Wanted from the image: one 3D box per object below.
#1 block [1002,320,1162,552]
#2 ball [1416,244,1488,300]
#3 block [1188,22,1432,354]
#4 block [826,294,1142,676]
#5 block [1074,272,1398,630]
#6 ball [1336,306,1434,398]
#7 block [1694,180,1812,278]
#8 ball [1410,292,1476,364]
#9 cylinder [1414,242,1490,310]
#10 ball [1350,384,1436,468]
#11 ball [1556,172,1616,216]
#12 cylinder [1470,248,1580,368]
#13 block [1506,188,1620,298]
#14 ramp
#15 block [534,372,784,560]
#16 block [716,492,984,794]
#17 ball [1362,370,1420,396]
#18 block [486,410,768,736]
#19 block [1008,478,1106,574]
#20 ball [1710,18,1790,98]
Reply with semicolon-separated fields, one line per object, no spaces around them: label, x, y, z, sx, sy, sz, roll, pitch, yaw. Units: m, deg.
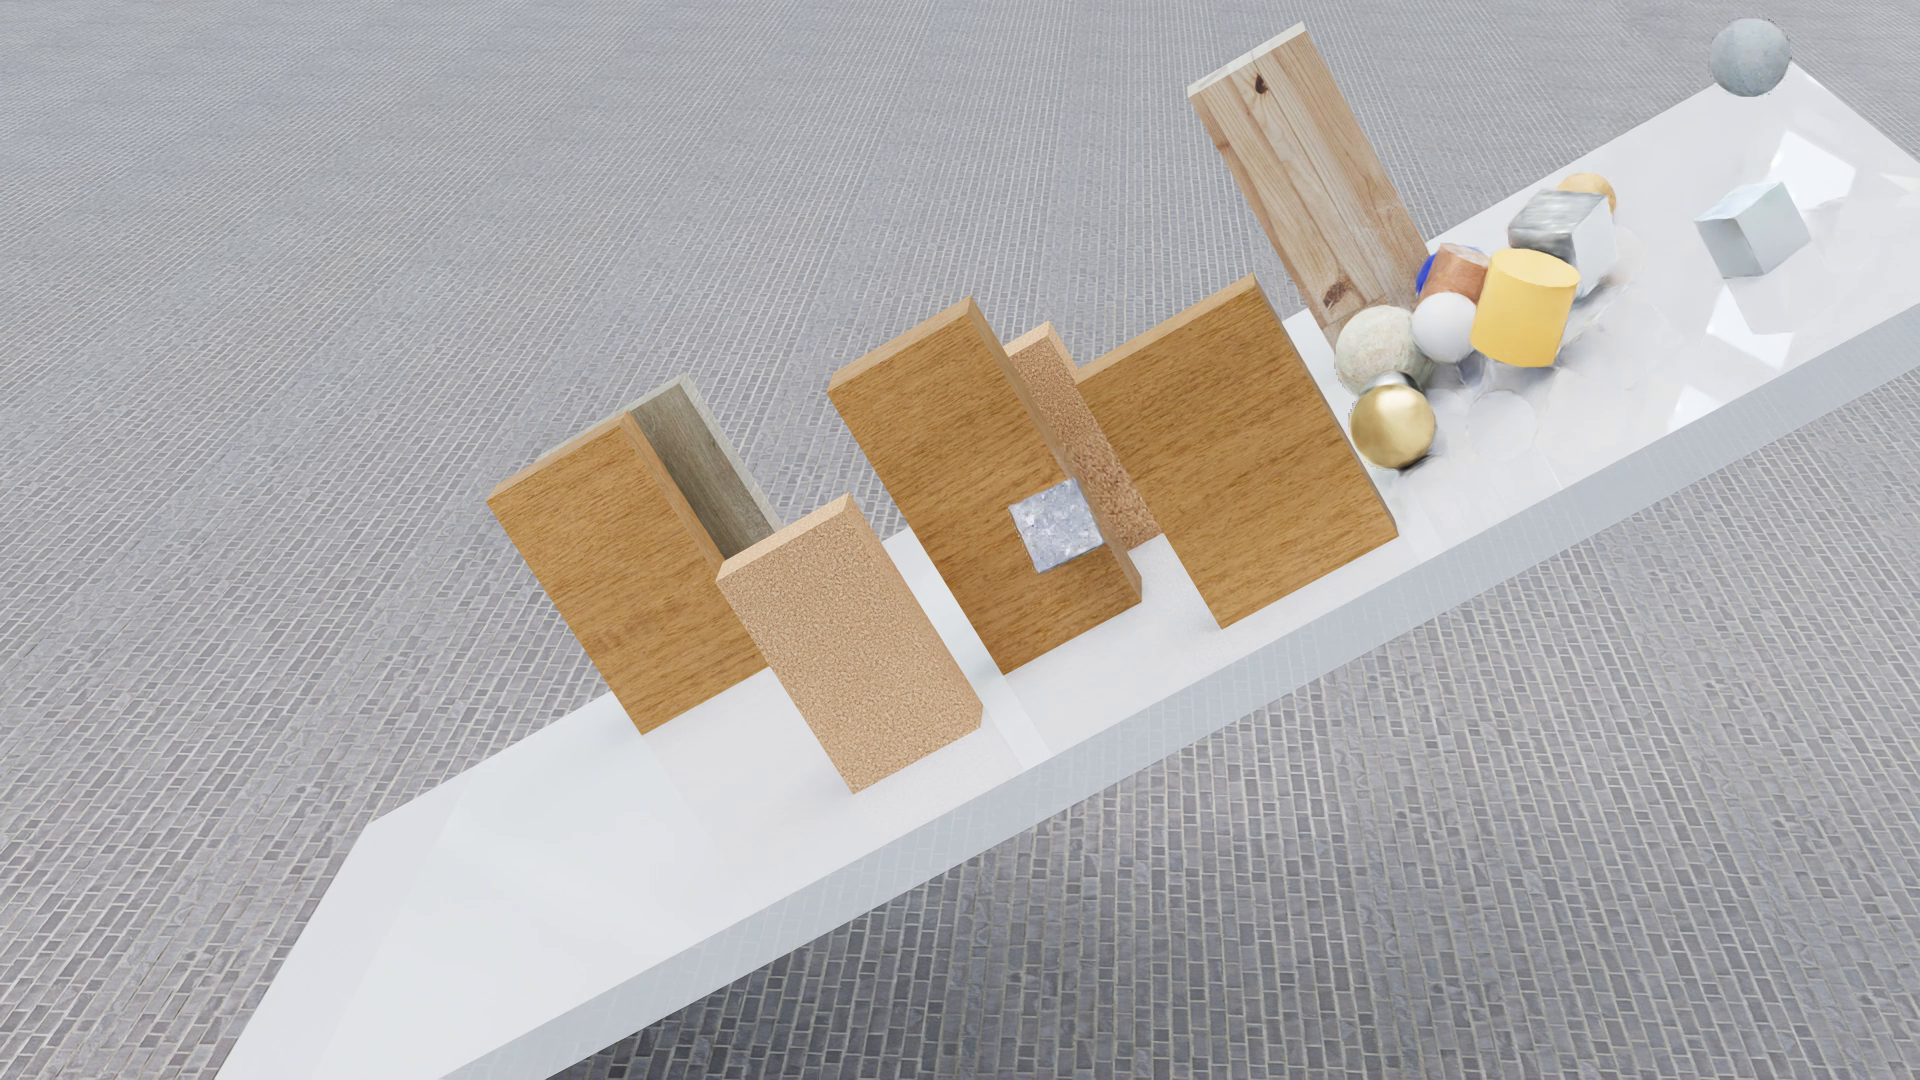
block;0.150;-0.152;6.149;0.363;0.486;0.120;-29;15;12
ball;1.047;-0.529;6.168;0.181;0.181;0.181;0;19;0
block;0.783;-0.722;6.284;0.279;0.709;0.129;-29;15;12
block;0.054;-0.105;5.813;0.317;0.676;0.146;-29;15;12
block;0.504;-0.158;5.345;0.367;0.538;0.101;-29;15;12
ball;0.866;-0.378;5.999;0.201;0.201;0.201;0;19;0
block;1.493;-0.584;5.543;0.128;0.128;0.128;-36;15;-17
ball;0.971;-0.424;5.869;0.143;0.143;0.143;0;19;0
cylinder;1.020;-0.511;5.997;0.146;0.146;0.146;18;19;-6
ball;0.828;-0.218;5.627;0.164;0.164;0.164;0;19;0
ball;1.336;-0.721;6.299;0.134;0.134;0.134;0;19;0
cylinder;1.083;-0.446;5.649;0.171;0.171;0.171;9;29;-5
block;1.213;-0.598;5.920;0.150;0.150;0.150;11;43;40
ramp;0.142;0.168;6.286;4.000;0.100;2.000;-29;15;12
block;-0.668;-0.016;7.045;0.422;0.651;0.102;-29;15;12
block;-0.210;0.202;5.683;0.288;0.506;0.116;-29;15;12
ball;0.860;-0.281;5.862;0.117;0.117;0.117;0;19;0
block;-0.760;0.080;6.879;0.369;0.670;0.126;-29;15;12
block;0.186;-0.027;5.594;0.136;0.136;0.136;-25;-3;4
ball;1.614;-0.986;6.014;0.159;0.159;0.159;0;19;0
